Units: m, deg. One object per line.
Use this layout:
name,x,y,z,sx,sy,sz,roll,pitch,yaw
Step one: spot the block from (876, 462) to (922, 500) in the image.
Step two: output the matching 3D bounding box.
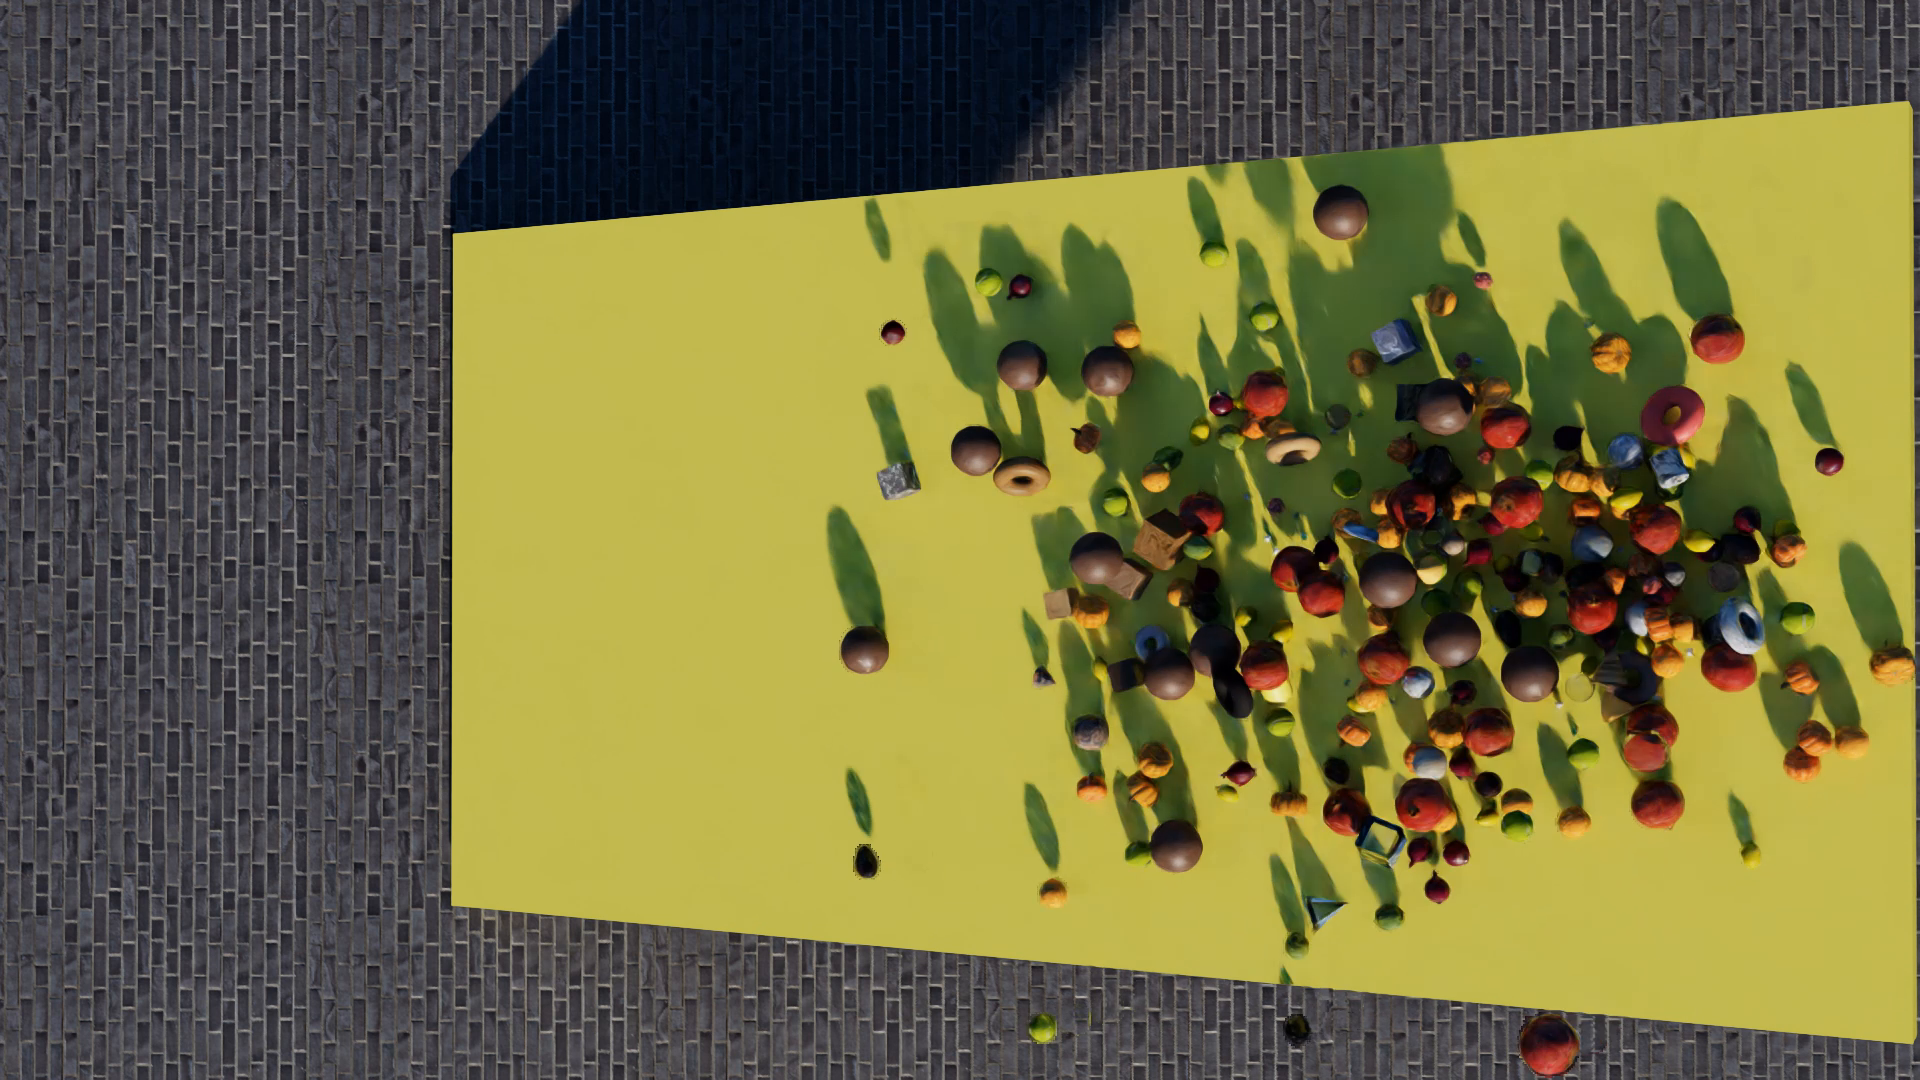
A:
block,-0.160,-0.155,5.786,0.076,0.076,0.076,-23,79,26

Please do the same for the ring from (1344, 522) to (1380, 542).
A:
ring,0.929,-0.018,5.085,0.086,0.086,0.029,19,92,0

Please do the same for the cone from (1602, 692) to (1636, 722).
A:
cone,1.464,0.371,4.864,0.070,0.070,0.070,3,89,-2

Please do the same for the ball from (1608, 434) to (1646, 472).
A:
ball,1.486,-0.195,4.904,0.082,0.082,0.082,0,89,0

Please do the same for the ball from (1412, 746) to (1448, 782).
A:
ball,1.074,0.512,5.027,0.081,0.081,0.081,0,89,0

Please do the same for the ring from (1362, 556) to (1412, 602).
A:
ring,1.002,0.091,5.169,0.115,0.038,0.115,-5,72,16

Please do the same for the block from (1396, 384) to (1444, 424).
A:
block,1.072,-0.318,5.123,0.087,0.087,0.087,3,91,28

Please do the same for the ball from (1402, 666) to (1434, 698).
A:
ball,1.057,0.328,5.070,0.075,0.075,0.075,0,89,0

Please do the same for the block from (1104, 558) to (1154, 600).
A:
block,0.420,0.096,5.473,0.076,0.076,0.076,36,106,24

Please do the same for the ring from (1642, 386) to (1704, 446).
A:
ring,1.573,-0.274,4.854,0.048,0.143,0.143,28,89,-42

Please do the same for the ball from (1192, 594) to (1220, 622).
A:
ball,0.601,0.166,5.379,0.070,0.070,0.070,0,89,0

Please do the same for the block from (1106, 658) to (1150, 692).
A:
block,0.418,0.335,5.476,0.069,0.069,0.069,-20,80,26

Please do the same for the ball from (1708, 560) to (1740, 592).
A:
ball,1.671,0.080,4.809,0.069,0.069,0.069,0,89,0

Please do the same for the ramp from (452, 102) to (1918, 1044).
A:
ramp,0.276,0.077,5.650,4.000,0.100,2.000,0,89,28

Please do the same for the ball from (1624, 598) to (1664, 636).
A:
ball,1.517,0.170,4.882,0.085,0.085,0.085,0,89,0

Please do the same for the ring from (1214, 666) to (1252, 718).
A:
ring,0.650,0.363,5.239,0.045,0.136,0.136,-24,89,-16

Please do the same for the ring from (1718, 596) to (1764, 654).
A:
ring,1.689,0.185,4.752,0.131,0.044,0.131,16,63,-33

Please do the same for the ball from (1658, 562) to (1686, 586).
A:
ball,1.567,0.075,4.837,0.056,0.056,0.056,0,89,0

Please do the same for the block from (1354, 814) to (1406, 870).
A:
block,0.974,0.699,5.093,0.081,0.081,0.081,20,71,30

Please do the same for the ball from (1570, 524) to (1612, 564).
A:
ball,1.417,0.010,4.932,0.091,0.091,0.091,0,89,0

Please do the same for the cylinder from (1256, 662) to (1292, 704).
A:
cylinder,0.754,0.344,5.273,0.073,0.073,0.073,-22,119,0

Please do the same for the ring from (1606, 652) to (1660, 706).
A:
ring,1.500,0.309,4.914,0.122,0.041,0.122,-1,88,29

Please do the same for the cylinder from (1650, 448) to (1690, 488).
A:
cylinder,1.548,-0.156,4.800,0.065,0.065,0.065,-16,68,0

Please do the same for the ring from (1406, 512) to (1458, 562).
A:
ring,1.091,-0.004,5.086,0.126,0.042,0.126,-1,104,-4

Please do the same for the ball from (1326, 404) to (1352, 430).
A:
ball,0.900,-0.293,5.230,0.060,0.060,0.060,0,89,0

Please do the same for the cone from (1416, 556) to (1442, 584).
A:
cone,1.036,0.068,4.919,0.063,0.063,0.063,1,92,39

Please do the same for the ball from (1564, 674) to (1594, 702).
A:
ball,1.389,0.332,4.930,0.065,0.065,0.065,0,89,0

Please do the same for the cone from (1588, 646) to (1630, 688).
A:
cone,1.444,0.278,4.873,0.090,0.090,0.090,8,85,0

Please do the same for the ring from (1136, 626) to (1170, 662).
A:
ring,0.478,0.259,5.465,0.094,0.031,0.094,-2,87,29

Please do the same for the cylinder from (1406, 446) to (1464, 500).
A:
cylinder,1.102,-0.156,5.103,0.091,0.091,0.091,-39,71,0

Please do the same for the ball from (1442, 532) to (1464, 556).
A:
ball,1.125,0.009,5.015,0.052,0.052,0.052,0,89,0

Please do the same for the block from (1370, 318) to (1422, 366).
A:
block,1.024,-0.464,5.155,0.078,0.078,0.078,-30,76,25

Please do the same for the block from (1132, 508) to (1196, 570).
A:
block,0.501,-0.001,5.404,0.096,0.096,0.096,35,126,24

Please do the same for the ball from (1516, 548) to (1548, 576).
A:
ball,1.283,0.050,4.936,0.066,0.066,0.066,0,89,0

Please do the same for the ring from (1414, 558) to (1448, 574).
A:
ring,1.100,0.050,5.139,0.081,0.027,0.081,-1,89,27

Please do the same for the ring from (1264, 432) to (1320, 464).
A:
ring,0.792,-0.218,5.234,0.134,0.134,0.045,-6,69,0

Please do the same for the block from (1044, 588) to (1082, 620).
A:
block,0.260,0.161,5.562,0.068,0.068,0.068,-13,83,27

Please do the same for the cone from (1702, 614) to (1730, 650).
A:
cone,1.656,0.209,4.803,0.079,0.079,0.079,5,102,25

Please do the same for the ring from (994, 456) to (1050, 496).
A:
ring,0.157,-0.161,5.586,0.146,0.146,0.049,-1,59,0

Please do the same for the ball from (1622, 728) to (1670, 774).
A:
ball,1.489,0.457,4.772,0.097,0.097,0.097,0,89,0

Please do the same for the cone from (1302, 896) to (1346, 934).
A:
cone,0.875,0.879,5.240,0.097,0.097,0.097,-17,89,0

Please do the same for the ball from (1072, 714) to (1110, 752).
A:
ball,0.328,0.481,5.508,0.094,0.094,0.094,0,89,0
